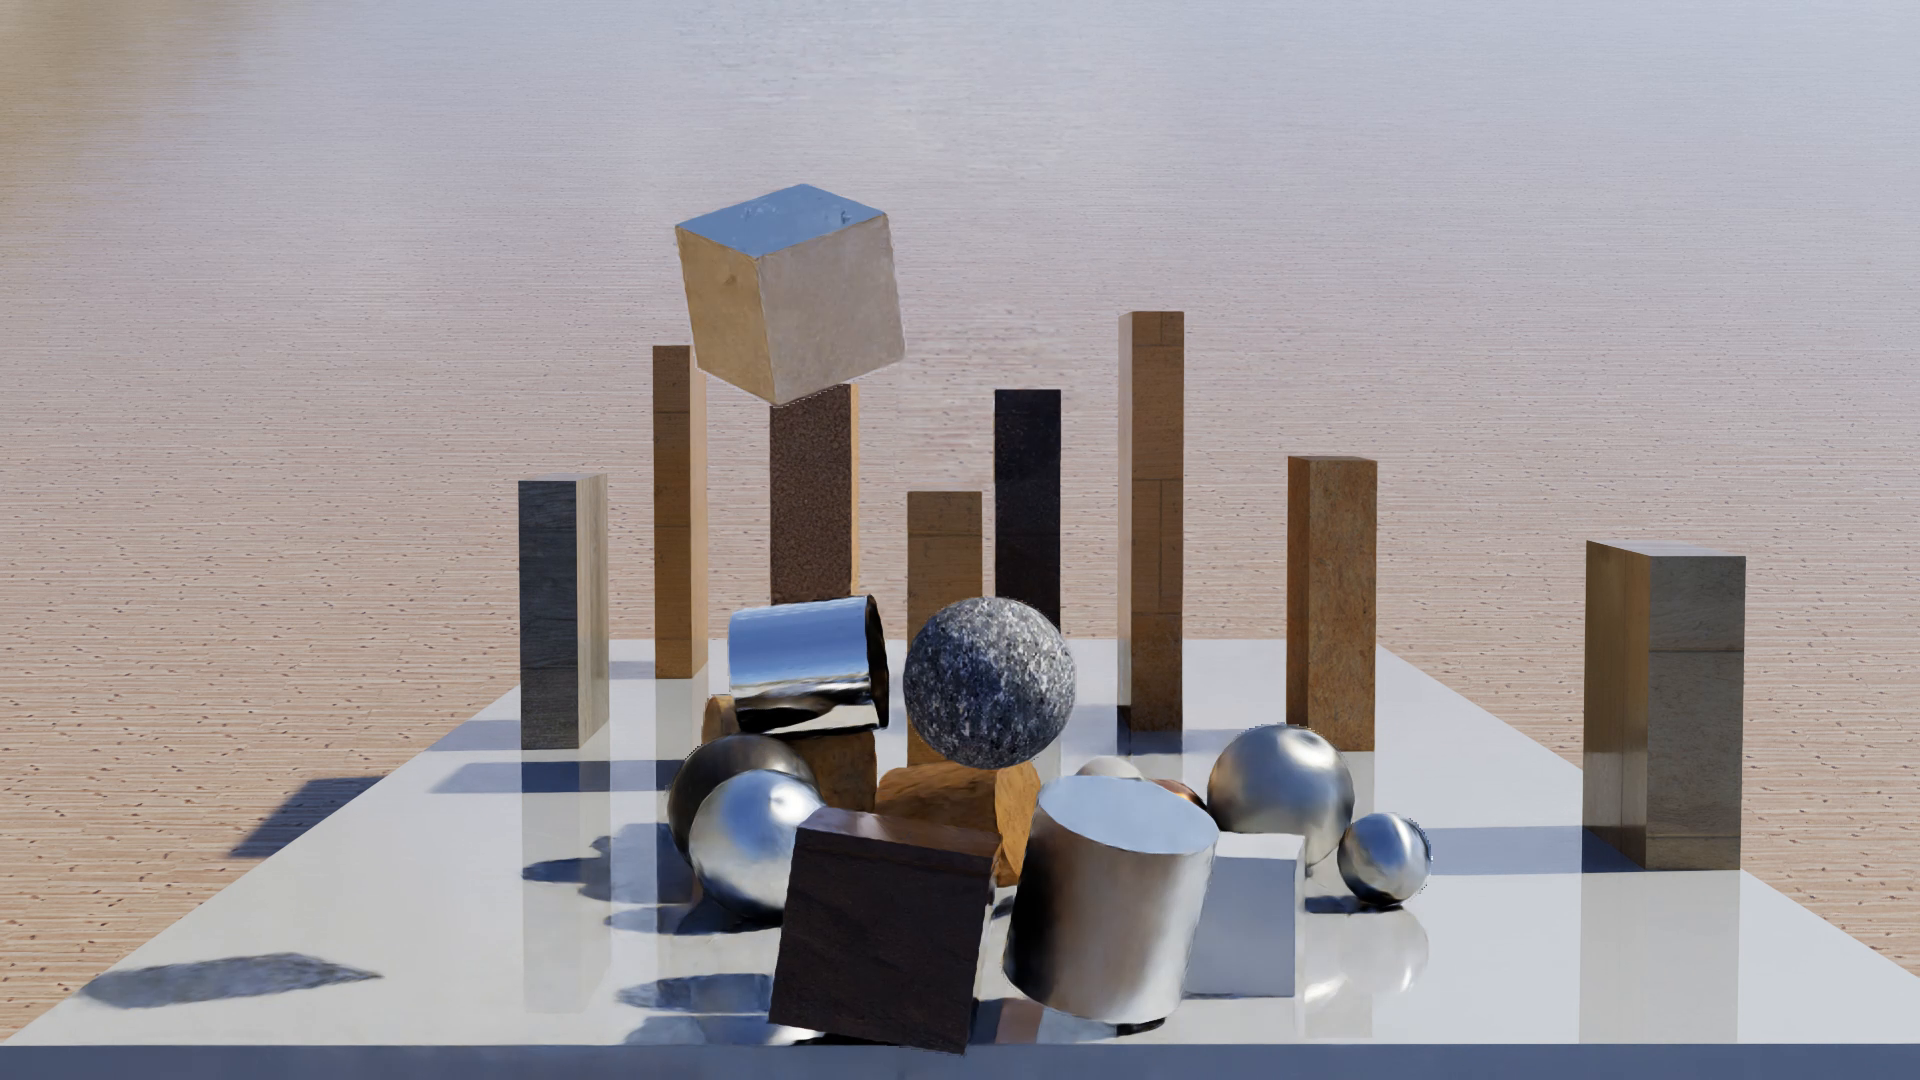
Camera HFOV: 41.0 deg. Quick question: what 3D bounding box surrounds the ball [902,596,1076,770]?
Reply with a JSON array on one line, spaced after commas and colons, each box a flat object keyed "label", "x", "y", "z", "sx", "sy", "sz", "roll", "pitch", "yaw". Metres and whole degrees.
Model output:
[{"label": "ball", "x": 0.031, "y": 0.153, "z": 2.753, "sx": 0.185, "sy": 0.185, "sz": 0.185, "roll": 0, "pitch": 20, "yaw": 0}]

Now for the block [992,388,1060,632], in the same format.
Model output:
[{"label": "block", "x": 0.140, "y": -0.005, "z": 5.523, "sx": 0.135, "sy": 0.638, "sz": 0.437, "roll": 0, "pitch": 4, "yaw": 0}]

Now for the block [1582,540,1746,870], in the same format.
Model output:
[{"label": "block", "x": 0.981, "y": 0.221, "z": 3.598, "sx": 0.127, "sy": 0.421, "sz": 0.348, "roll": 0, "pitch": 4, "yaw": 0}]

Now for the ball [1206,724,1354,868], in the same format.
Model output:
[{"label": "ball", "x": 0.427, "y": 0.344, "z": 3.425, "sx": 0.197, "sy": 0.197, "sz": 0.197, "roll": 0, "pitch": 20, "yaw": 0}]

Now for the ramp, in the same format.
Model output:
[{"label": "ramp", "x": 0.047, "y": 0.425, "z": 4.533, "sx": 2.000, "sy": 0.100, "sz": 4.000, "roll": 0, "pitch": 4, "yaw": 0}]

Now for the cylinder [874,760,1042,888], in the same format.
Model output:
[{"label": "cylinder", "x": 0.004, "y": 0.354, "z": 3.184, "sx": 0.164, "sy": 0.164, "sz": 0.164, "roll": -11, "pitch": 15, "yaw": 23}]

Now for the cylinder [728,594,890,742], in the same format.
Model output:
[{"label": "cylinder", "x": -0.200, "y": 0.173, "z": 3.444, "sx": 0.183, "sy": 0.183, "sz": 0.183, "roll": -7, "pitch": 20, "yaw": 6}]

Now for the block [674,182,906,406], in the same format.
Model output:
[{"label": "block", "x": -0.186, "y": -0.273, "z": 2.828, "sx": 0.169, "sy": 0.169, "sz": 0.169, "roll": -23, "pitch": 30, "yaw": -29}]

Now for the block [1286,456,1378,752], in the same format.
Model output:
[{"label": "block", "x": 0.675, "y": 0.108, "z": 4.681, "sx": 0.118, "sy": 0.515, "sz": 0.301, "roll": 0, "pitch": 4, "yaw": 0}]

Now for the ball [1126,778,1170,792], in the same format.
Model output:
[{"label": "ball", "x": 0.216, "y": 0.377, "z": 3.233, "sx": 0.155, "sy": 0.155, "sz": 0.155, "roll": 0, "pitch": 20, "yaw": 0}]

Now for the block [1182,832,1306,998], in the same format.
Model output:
[{"label": "block", "x": 0.298, "y": 0.406, "z": 2.809, "sx": 0.148, "sy": 0.148, "sz": 0.148, "roll": 1, "pitch": 4, "yaw": 12}]

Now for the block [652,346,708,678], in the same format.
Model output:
[{"label": "block", "x": -0.633, "y": -0.072, "z": 5.835, "sx": 0.081, "sy": 0.734, "sz": 0.378, "roll": 0, "pitch": 4, "yaw": 0}]

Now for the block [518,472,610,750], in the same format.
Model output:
[{"label": "block", "x": -0.732, "y": 0.122, "z": 4.767, "sx": 0.103, "sy": 0.479, "sz": 0.407, "roll": 0, "pitch": 4, "yaw": 0}]

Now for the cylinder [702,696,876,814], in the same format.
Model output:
[{"label": "cylinder", "x": -0.245, "y": 0.323, "z": 3.659, "sx": 0.209, "sy": 0.209, "sz": 0.209, "roll": -1, "pitch": 20, "yaw": -16}]

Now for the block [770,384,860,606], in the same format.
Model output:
[{"label": "block", "x": -0.239, "y": 0.065, "z": 4.285, "sx": 0.131, "sy": 0.650, "sz": 0.331, "roll": 0, "pitch": 4, "yaw": 0}]

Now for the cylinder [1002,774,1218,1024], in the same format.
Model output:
[{"label": "cylinder", "x": 0.152, "y": 0.364, "z": 2.619, "sx": 0.187, "sy": 0.187, "sz": 0.187, "roll": 10, "pitch": 17, "yaw": -3}]

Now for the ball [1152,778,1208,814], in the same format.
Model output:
[{"label": "ball", "x": 0.269, "y": 0.381, "z": 3.407, "sx": 0.127, "sy": 0.127, "sz": 0.127, "roll": 0, "pitch": 20, "yaw": 0}]

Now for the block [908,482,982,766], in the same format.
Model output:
[{"label": "block", "x": -0.021, "y": 0.176, "z": 3.670, "sx": 0.102, "sy": 0.504, "sz": 0.321, "roll": 0, "pitch": 4, "yaw": 0}]

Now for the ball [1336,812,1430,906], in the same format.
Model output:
[{"label": "ball", "x": 0.529, "y": 0.398, "z": 3.210, "sx": 0.115, "sy": 0.115, "sz": 0.115, "roll": 0, "pitch": 20, "yaw": 0}]

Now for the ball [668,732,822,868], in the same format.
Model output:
[{"label": "ball", "x": -0.277, "y": 0.349, "z": 3.318, "sx": 0.201, "sy": 0.201, "sz": 0.201, "roll": 0, "pitch": 20, "yaw": 0}]

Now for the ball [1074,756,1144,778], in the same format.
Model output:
[{"label": "ball", "x": 0.213, "y": 0.369, "z": 3.681, "sx": 0.117, "sy": 0.117, "sz": 0.117, "roll": 0, "pitch": 20, "yaw": 0}]

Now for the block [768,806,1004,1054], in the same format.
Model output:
[{"label": "block", "x": -0.070, "y": 0.383, "z": 2.552, "sx": 0.191, "sy": 0.191, "sz": 0.191, "roll": 9, "pitch": 1, "yaw": 4}]

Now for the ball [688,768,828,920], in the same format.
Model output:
[{"label": "ball", "x": -0.239, "y": 0.370, "z": 3.130, "sx": 0.182, "sy": 0.182, "sz": 0.182, "roll": 0, "pitch": 20, "yaw": 0}]

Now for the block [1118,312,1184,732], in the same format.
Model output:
[{"label": "block", "x": 0.367, "y": -0.045, "z": 4.979, "sx": 0.096, "sy": 0.784, "sz": 0.397, "roll": 0, "pitch": 4, "yaw": 0}]
